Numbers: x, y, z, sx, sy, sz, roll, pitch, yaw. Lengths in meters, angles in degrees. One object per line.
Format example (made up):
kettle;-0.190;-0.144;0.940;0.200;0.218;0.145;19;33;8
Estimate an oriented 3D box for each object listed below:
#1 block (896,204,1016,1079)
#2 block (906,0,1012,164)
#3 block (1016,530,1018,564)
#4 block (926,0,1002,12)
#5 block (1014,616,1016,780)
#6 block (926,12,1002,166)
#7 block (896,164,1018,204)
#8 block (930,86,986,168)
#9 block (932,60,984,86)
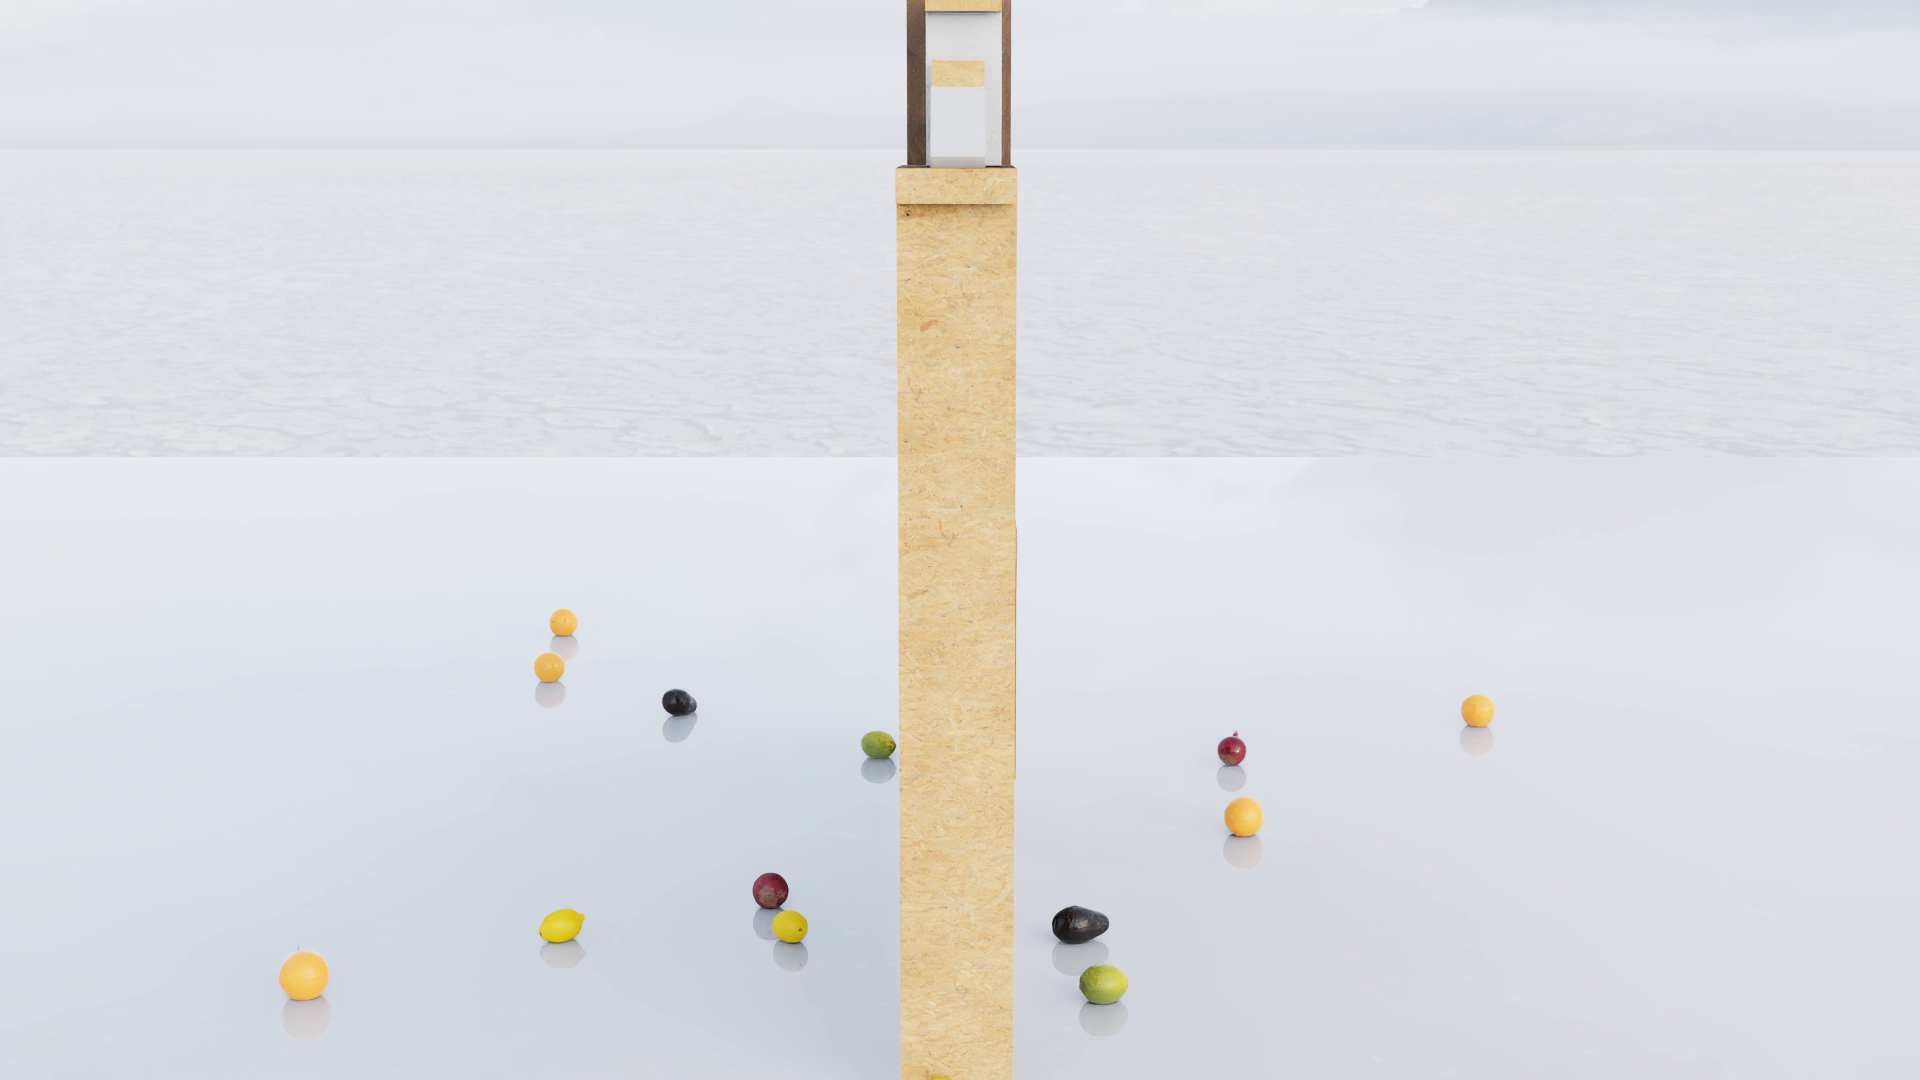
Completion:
block;-0.004;0.159;2.801;0.147;1.165;0.042;0;10;0
block;-0.002;-0.630;2.982;0.141;0.282;0.040;0;10;0
block;0.000;-0.018;3.453;0.171;0.049;0.343;0;11;0
block;0.004;-0.687;2.823;0.095;0.027;0.190;0;10;0
block;0.000;0.195;3.376;0.171;0.343;0.049;0;11;0
block;0.005;-0.570;2.784;0.095;0.190;0.027;0;7;0
block;-0.004;-0.452;2.788;0.147;0.042;0.293;0;11;0
block;-0.003;-0.505;2.691;0.066;0.019;0.132;0;50;0
block;-0.002;-0.533;2.748;0.066;0.132;0.019;0;-8;0
